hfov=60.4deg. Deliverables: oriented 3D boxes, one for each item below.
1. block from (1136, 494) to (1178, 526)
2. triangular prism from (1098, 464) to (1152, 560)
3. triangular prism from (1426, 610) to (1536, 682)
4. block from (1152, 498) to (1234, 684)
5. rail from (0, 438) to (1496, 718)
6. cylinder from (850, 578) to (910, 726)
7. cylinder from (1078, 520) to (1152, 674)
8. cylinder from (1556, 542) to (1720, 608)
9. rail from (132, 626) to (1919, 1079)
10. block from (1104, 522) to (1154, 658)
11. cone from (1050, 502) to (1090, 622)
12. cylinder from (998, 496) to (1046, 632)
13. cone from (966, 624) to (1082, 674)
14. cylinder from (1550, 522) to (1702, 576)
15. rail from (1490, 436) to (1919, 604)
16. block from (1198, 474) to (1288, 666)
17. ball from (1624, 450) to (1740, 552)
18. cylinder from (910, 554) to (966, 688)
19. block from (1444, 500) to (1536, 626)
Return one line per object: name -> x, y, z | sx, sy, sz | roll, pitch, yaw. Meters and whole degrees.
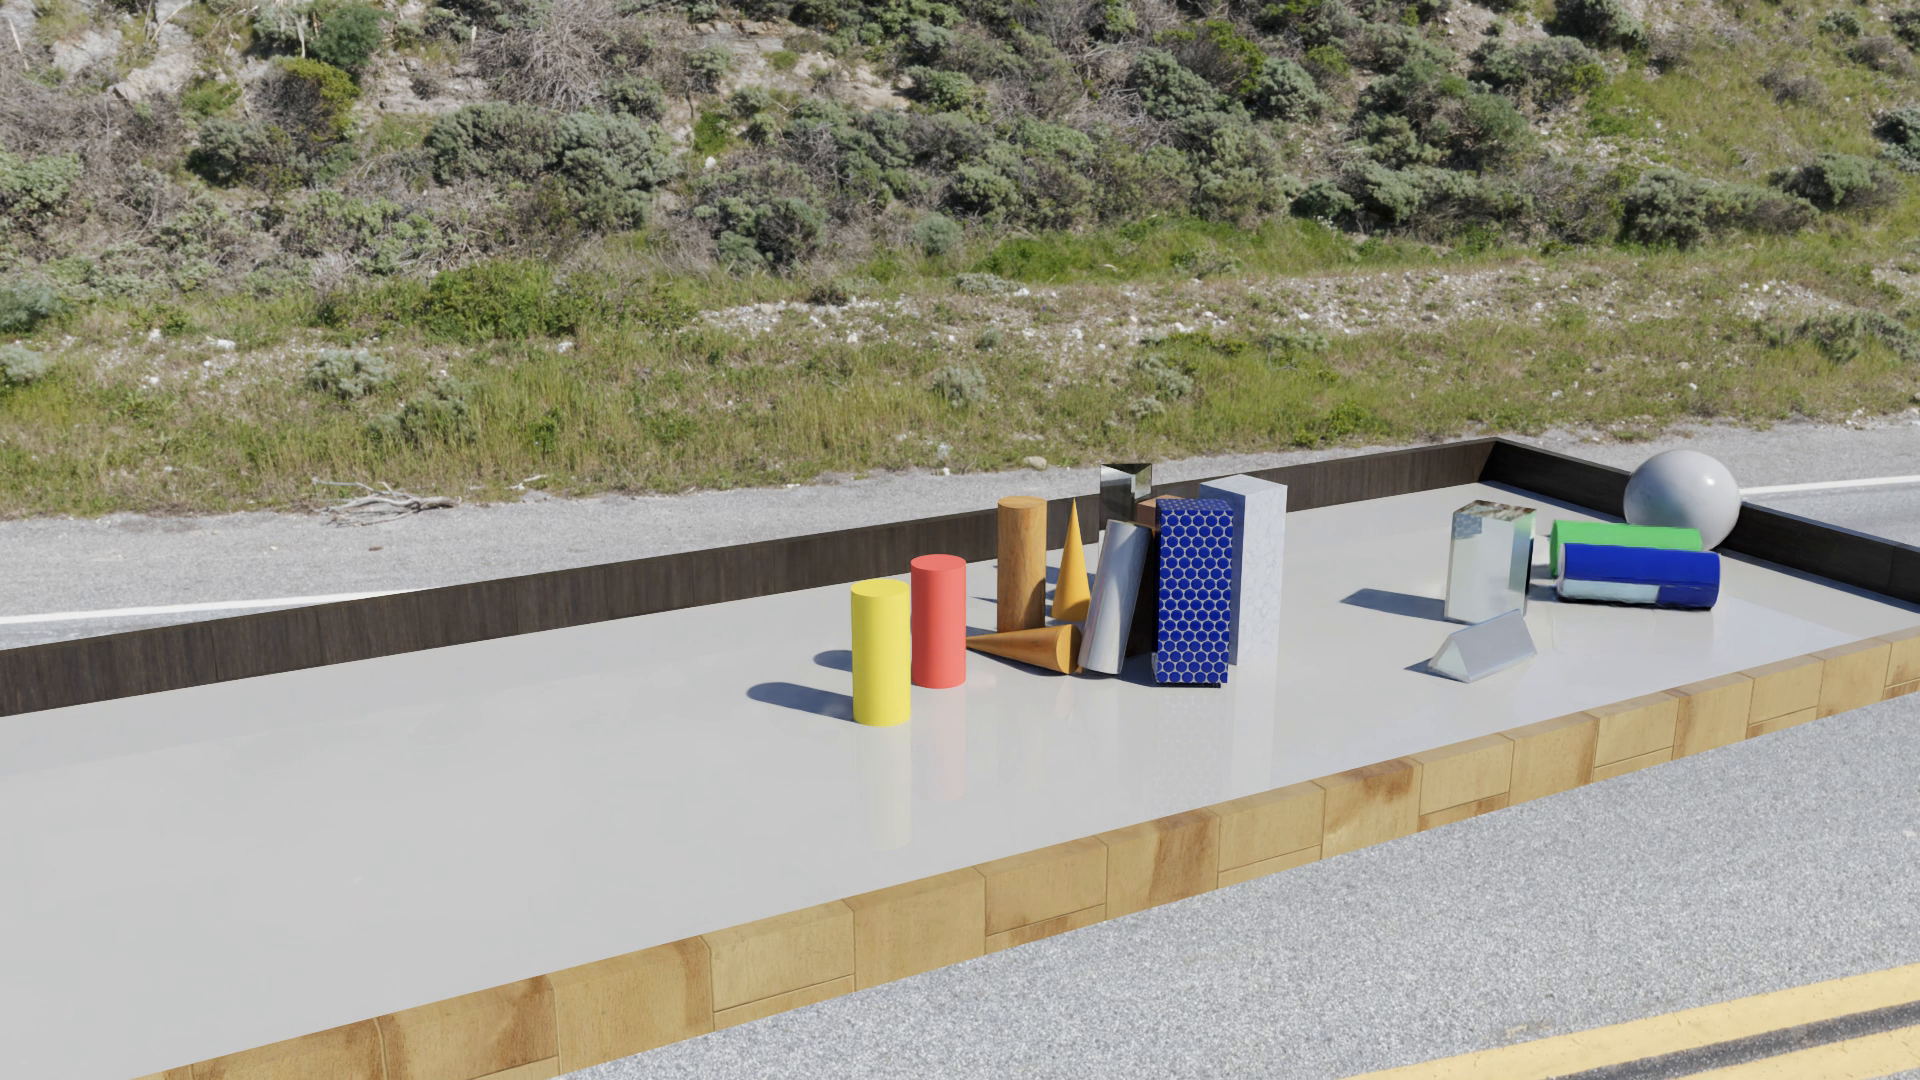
block -> 0.586, 0.051, 4.612 | 0.134, 0.320, 0.134 | 15, 22, 41
triangular prism -> 0.506, -0.039, 4.838 | 0.130, 0.365, 0.150 | -11, 20, -32
triangular prism -> 1.351, 0.262, 4.253 | 0.306, 0.112, 0.129 | -13, 21, -38
block -> 0.580, 0.125, 4.135 | 0.173, 0.433, 0.173 | 1, 11, 2
rail -> -3.305, 0.497, 3.399 | 12.000, 0.150, 0.050 | -9, 18, -27
cylinder -> -0.186, 0.265, 3.886 | 0.138, 0.321, 0.138 | 0, 16, 0
cylinder -> 0.391, 0.143, 4.176 | 0.114, 0.374, 0.114 | 12, 5, -1
cylinder -> 1.939, 0.101, 4.729 | 0.413, 0.160, 0.160 | 4, 17, 13
rail -> -2.336, 1.006, 1.665 | 12.000, 0.150, 0.050 | -9, 18, -27
block -> 0.443, 0.128, 4.322 | 0.105, 0.331, 0.105 | 15, 18, 42
cone -> 0.315, 0.045, 4.593 | 0.119, 0.342, 0.119 | 0, 16, 0
cylinder -> 0.162, 0.090, 4.346 | 0.128, 0.395, 0.128 | 0, 16, 0
cone -> 0.114, 0.273, 4.314 | 0.414, 0.126, 0.126 | 1, 14, 37
cylinder -> 1.988, 0.038, 4.941 | 0.400, 0.162, 0.162 | 4, 17, 12
rail -> 2.466, -0.048, 5.253 | 0.050, 0.150, 2.100 | -9, 18, -27
block -> 0.726, 0.075, 4.293 | 0.158, 0.454, 0.158 | -13, 21, -37
ball -> 2.255, -0.116, 5.155 | 0.336, 0.336, 0.336 | 0, 16, 0
cylinder -> -0.053, 0.203, 4.118 | 0.137, 0.308, 0.137 | 0, 16, 0
block -> 1.471, 0.068, 4.576 | 0.171, 0.309, 0.171 | 12, 20, 36
